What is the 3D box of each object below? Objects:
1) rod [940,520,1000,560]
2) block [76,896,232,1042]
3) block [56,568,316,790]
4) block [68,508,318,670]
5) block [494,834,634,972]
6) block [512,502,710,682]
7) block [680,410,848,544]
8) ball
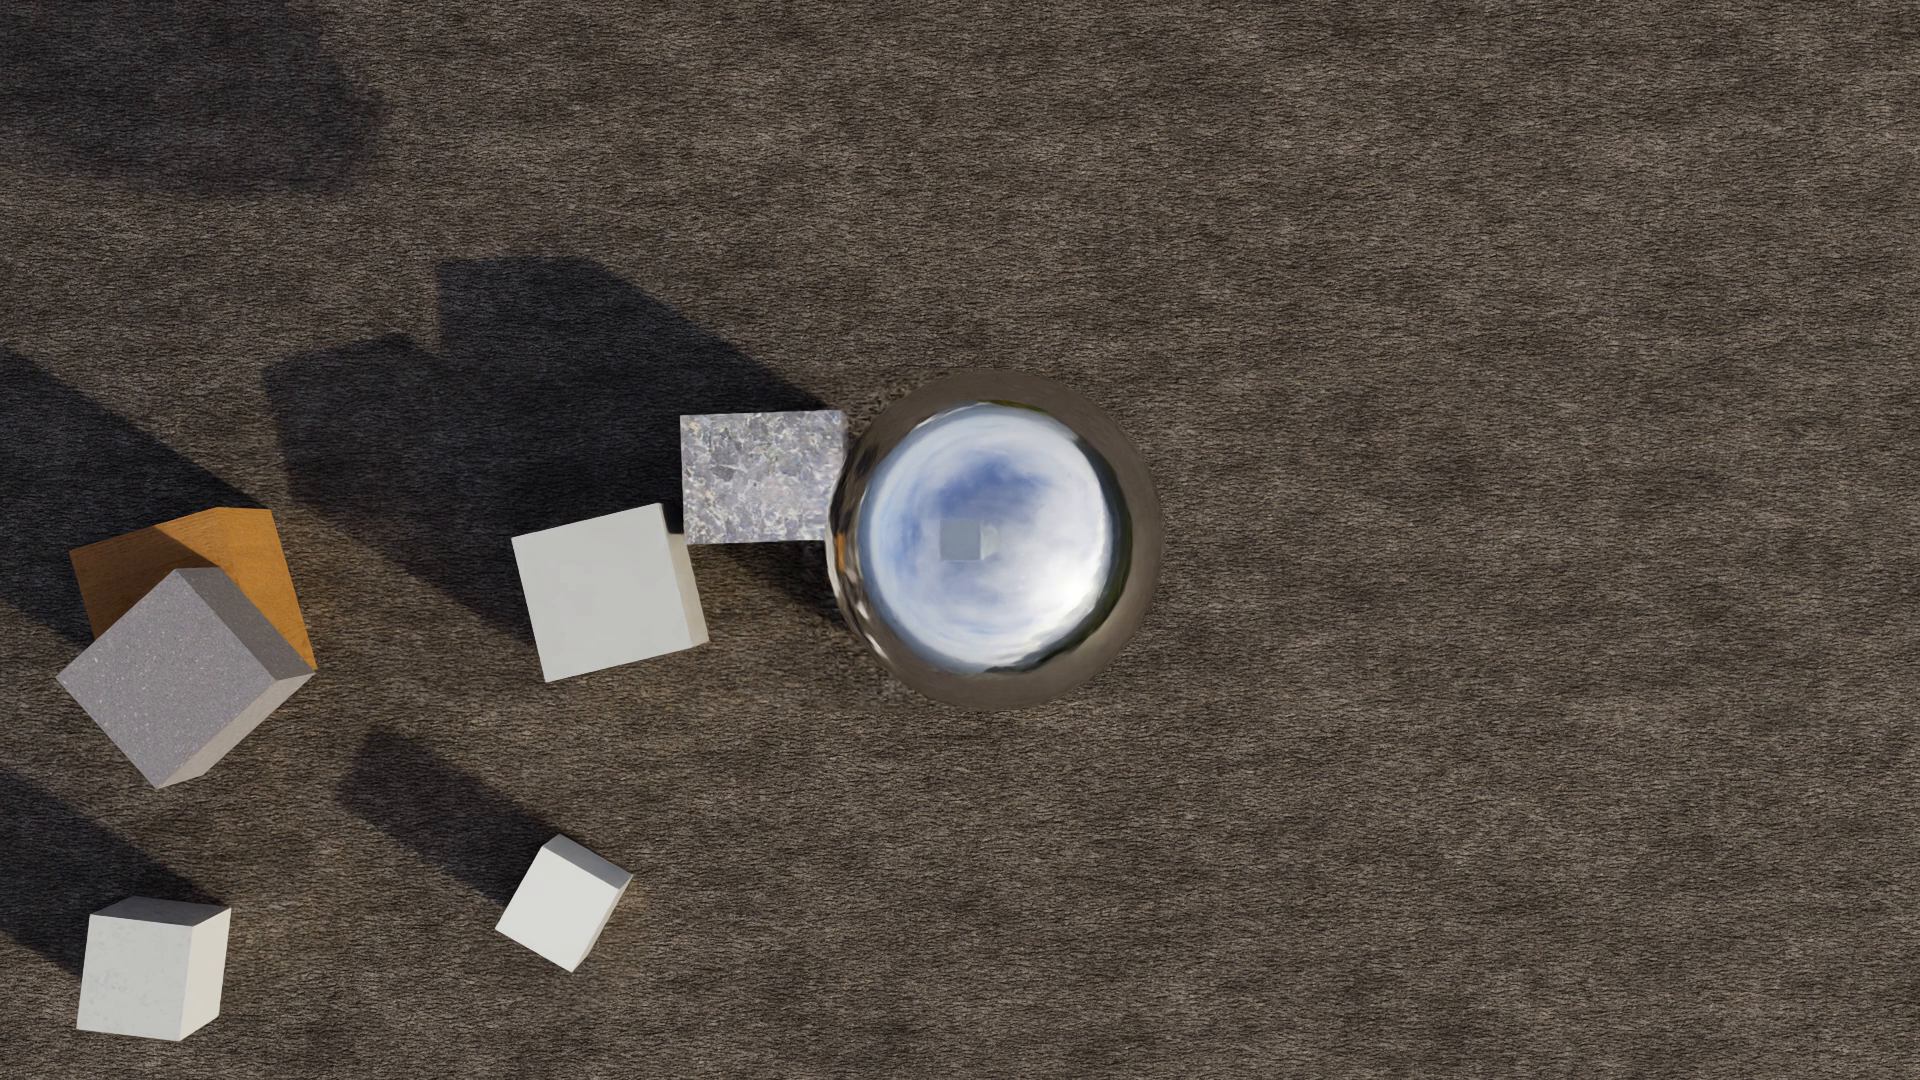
[{"bbox_3d":[0.069,0.000,6.958,0.080,5.200,0.080,0,90,2],"label":"rod"},{"bbox_3d":[-4.635,2.459,12.675,0.583,0.651,0.648,7,90,0],"label":"block"},{"bbox_3d":[-4.102,0.718,11.707,0.836,0.696,0.781,-42,90,0],"label":"block"},{"bbox_3d":[-4.342,0.410,12.528,0.845,0.945,0.981,-16,90,0],"label":"block"},{"bbox_3d":[-2.282,2.092,12.725,0.502,0.550,0.539,30,90,0],"label":"block"},{"bbox_3d":[-1.982,0.292,12.584,0.836,0.832,0.824,-13,90,0],"label":"block"},{"bbox_3d":[-1.098,-0.349,12.612,0.892,0.776,0.719,-2,90,0],"label":"block"},{"bbox_3d":[0.159,0.000,10.357,1.600,1.600,1.600,0,90,0],"label":"ball"}]
